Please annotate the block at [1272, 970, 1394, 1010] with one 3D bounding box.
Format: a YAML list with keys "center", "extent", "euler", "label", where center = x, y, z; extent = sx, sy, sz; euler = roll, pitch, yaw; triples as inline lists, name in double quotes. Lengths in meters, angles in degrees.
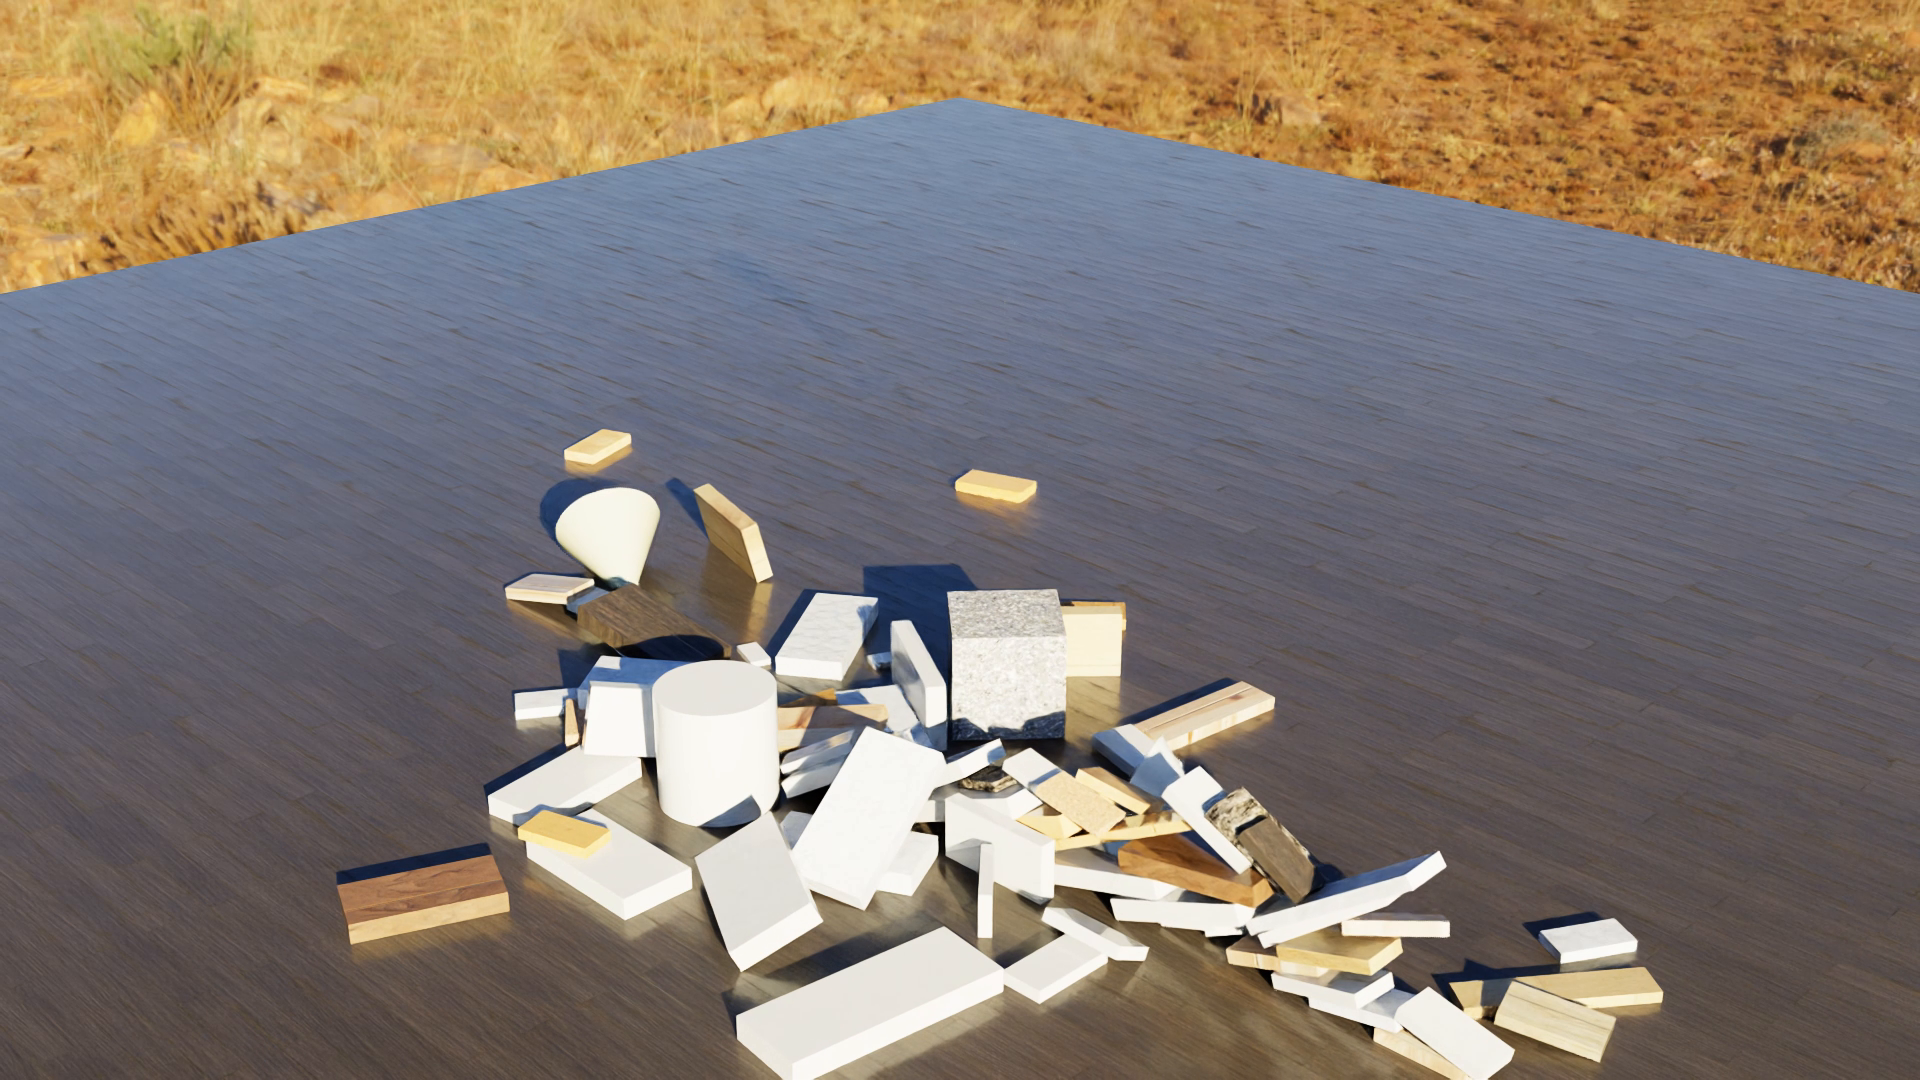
- center: [0.648, 0.768, 3.834]
  extent: [0.097, 0.028, 0.194]
  euler: [-20, 14, -36]
  label: "block"

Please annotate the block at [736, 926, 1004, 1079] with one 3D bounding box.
- center: [-0.152, 0.802, 3.808]
  extent: [0.446, 0.048, 0.170]
  euler: [-17, 28, -35]
  label: "block"

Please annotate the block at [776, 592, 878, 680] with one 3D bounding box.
- center: [-0.309, 0.224, 5.178]
  extent: [0.154, 0.044, 0.361]
  euler: [5, 23, 11]
  label: "block"

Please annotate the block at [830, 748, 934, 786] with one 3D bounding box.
- center: [-0.156, 0.469, 4.446]
  extent: [0.126, 0.036, 0.253]
  euler: [-23, 4, -29]
  label: "block"

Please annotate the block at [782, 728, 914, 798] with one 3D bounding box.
- center: [-0.227, 0.455, 4.481]
  extent: [0.252, 0.036, 0.126]
  euler: [-20, 5, 17]
  label: "block"

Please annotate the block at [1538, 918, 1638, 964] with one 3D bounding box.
- center: [1.145, 0.731, 4.010]
  extent: [0.154, 0.022, 0.077]
  euler: [-6, 24, -15]
  label: "block"

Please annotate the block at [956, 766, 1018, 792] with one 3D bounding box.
- center: [0.061, 0.470, 4.333]
  extent: [0.074, 0.021, 0.148]
  euler: [-20, 8, -28]
  label: "block"

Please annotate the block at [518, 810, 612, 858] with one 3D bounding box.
- center: [-0.767, 0.571, 4.270]
  extent: [0.162, 0.023, 0.081]
  euler: [12, 26, 26]
  label: "block"

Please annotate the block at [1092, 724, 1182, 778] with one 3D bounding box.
- center: [0.373, 0.454, 4.655]
  extent: [0.100, 0.028, 0.200]
  euler: [-12, 26, -26]
  label: "block"

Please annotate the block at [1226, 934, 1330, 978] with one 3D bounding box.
- center: [0.583, 0.735, 3.923]
  extent: [0.194, 0.028, 0.097]
  euler: [-1, 16, 44]
  label: "block"

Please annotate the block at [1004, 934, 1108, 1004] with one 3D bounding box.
- center: [0.170, 0.762, 3.931]
  extent: [0.090, 0.026, 0.180]
  euler: [21, 31, 40]
  label: "block"

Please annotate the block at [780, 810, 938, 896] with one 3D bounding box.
- center: [-0.214, 0.607, 4.274]
  extent: [0.310, 0.044, 0.155]
  euler: [7, 24, 17]
  label: "block"

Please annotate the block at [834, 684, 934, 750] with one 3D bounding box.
- center: [-0.168, 0.407, 4.746]
  extent: [0.154, 0.044, 0.309]
  euler: [-6, 24, -13]
  label: "block"

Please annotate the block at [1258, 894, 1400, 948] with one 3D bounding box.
- center: [0.652, 0.649, 3.849]
  extent: [0.267, 0.026, 0.091]
  euler: [-28, -4, 36]
  label: "block"

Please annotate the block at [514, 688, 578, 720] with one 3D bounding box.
- center: [-0.904, 0.362, 4.879]
  extent: [0.162, 0.023, 0.081]
  euler: [-5, 23, -11]
  label: "block"

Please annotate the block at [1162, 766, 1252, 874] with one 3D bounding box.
- center: [0.466, 0.502, 3.951]
  extent: [0.198, 0.028, 0.099]
  euler: [45, 42, 20]
  label: "block"

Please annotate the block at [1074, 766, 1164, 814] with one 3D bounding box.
- center: [0.303, 0.476, 4.176]
  extent: [0.156, 0.022, 0.078]
  euler: [26, 13, 33]
  label: "block"

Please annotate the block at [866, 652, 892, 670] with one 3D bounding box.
- center: [-0.162, 0.276, 5.093]
  extent: [0.097, 0.014, 0.049]
  euler: [-9, 25, -21]
  label: "block"

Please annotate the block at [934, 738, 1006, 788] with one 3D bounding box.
- center: [-0.036, 0.468, 4.437]
  extent: [0.126, 0.036, 0.253]
  euler: [-23, -2, -44]
  label: "block"

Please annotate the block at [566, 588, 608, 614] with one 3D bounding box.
- center: [-0.853, 0.167, 5.332]
  extent: [0.194, 0.027, 0.097]
  euler: [18, 29, 36]
  label: "block"

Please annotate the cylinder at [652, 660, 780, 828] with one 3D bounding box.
- center: [-0.494, 0.412, 4.471]
  extent: [0.250, 0.250, 0.250]
  euler: [0, 23, 0]
  label: "cylinder"

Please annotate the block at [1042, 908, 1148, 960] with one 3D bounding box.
- center: [0.245, 0.715, 3.994]
  extent: [0.180, 0.025, 0.090]
  euler: [21, 5, 41]
  label: "block"

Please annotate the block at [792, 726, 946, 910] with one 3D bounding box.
- center: [-0.181, 0.531, 4.222]
  extent: [0.170, 0.048, 0.340]
  euler: [17, 57, 23]
  label: "block"

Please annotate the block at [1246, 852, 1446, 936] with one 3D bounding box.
- center: [0.660, 0.613, 3.798]
  extent: [0.099, 0.028, 0.399]
  euler: [-23, -4, -41]
  label: "block"

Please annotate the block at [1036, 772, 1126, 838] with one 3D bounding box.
- center: [0.227, 0.498, 4.149]
  extent: [0.156, 0.022, 0.078]
  euler: [32, 38, 32]
  label: "block"

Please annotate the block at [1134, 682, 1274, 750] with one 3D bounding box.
- center: [0.535, 0.387, 4.813]
  extent: [0.334, 0.028, 0.100]
  euler: [-18, 29, -35]
  label: "block"

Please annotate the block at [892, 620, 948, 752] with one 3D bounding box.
- center: [-0.091, 0.316, 4.817]
  extent: [0.044, 0.155, 0.338]
  euler: [-6, 24, -13]
  label: "block"

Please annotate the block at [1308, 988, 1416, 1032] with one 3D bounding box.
- center: [0.703, 0.799, 3.803]
  extent: [0.179, 0.025, 0.090]
  euler: [8, 22, 45]
  label: "block"

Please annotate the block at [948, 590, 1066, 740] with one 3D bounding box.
- center: [0.099, 0.271, 4.811]
  extent: [0.243, 0.243, 0.243]
  euler: [-1, 23, -3]
  label: "block"

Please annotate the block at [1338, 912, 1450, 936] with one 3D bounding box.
- center: [0.755, 0.671, 3.836]
  extent: [0.182, 0.026, 0.091]
  euler: [0, -1, 4]
  label: "block"

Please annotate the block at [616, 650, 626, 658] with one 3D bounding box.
- center: [-0.789, 0.214, 5.176]
  extent: [0.101, 0.029, 0.202]
  euler: [-19, 39, -37]
  label: "block"

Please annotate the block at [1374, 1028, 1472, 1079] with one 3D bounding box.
- center: [0.801, 0.853, 3.717]
  extent: [0.179, 0.025, 0.090]
  euler: [21, 30, 40]
  label: "block"

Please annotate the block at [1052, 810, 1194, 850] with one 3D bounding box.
- center: [0.318, 0.540, 4.120]
  extent: [0.398, 0.021, 0.074]
  euler: [-17, 5, 46]
  label: "block"

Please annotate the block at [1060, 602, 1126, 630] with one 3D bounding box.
- center: [0.246, 0.180, 5.301]
  extent: [0.304, 0.027, 0.097]
  euler: [1, 23, 3]
  label: "block"

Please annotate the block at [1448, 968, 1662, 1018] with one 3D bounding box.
- center: [1.045, 0.795, 3.860]
  extent: [0.361, 0.022, 0.077]
  euler: [-3, 23, -7]
  label: "block"
